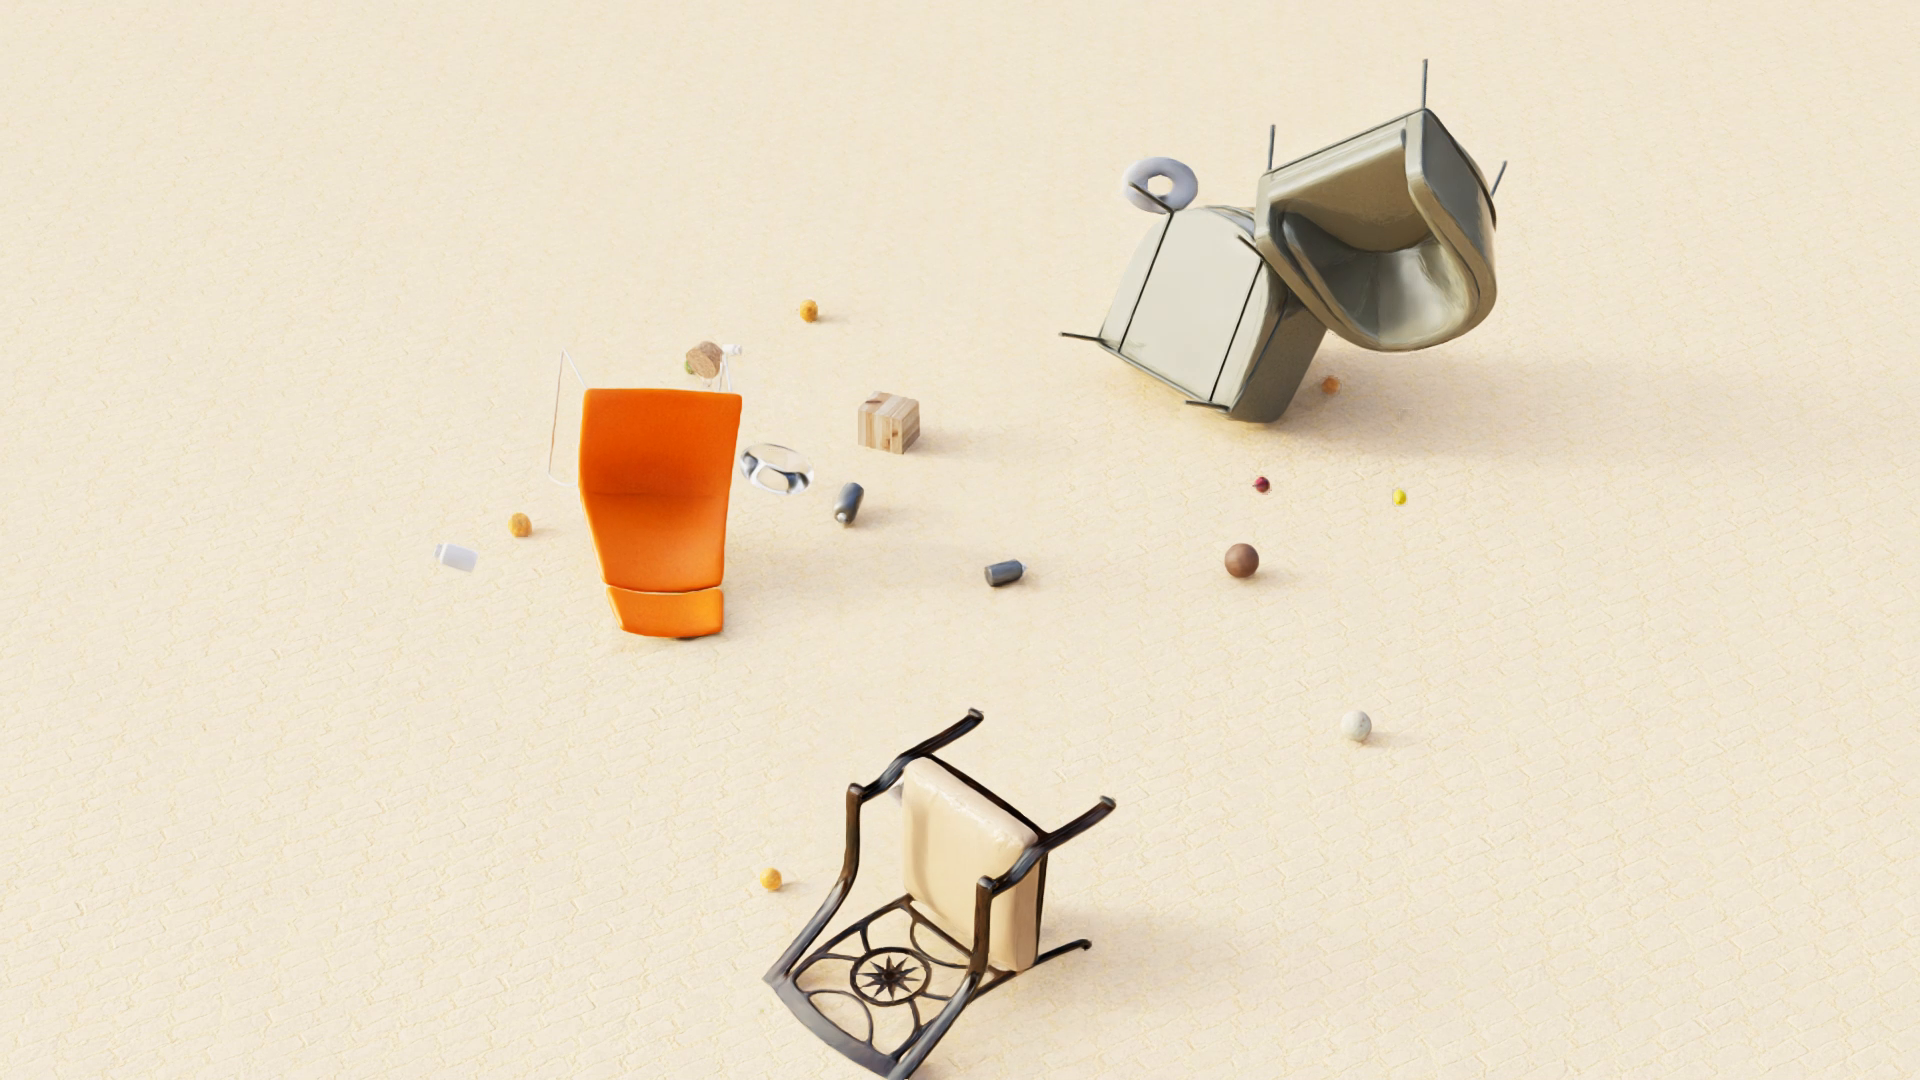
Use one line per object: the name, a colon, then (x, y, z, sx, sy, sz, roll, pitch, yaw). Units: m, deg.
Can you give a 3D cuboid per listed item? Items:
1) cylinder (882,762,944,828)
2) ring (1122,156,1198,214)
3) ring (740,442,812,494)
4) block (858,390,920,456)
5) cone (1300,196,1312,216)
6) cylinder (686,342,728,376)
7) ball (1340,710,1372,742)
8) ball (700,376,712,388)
cylinder: (-0.153, 0.827, 9.484, 0.123, 0.192, 0.091, -39, 29, -4)
ring: (0.820, -1.454, 12.021, 0.322, 0.234, 0.072, 4, 6, -4)
ring: (-0.700, -0.272, 11.178, 0.297, 0.096, 0.253, 10, 36, -23)
block: (-0.280, -0.460, 11.496, 0.190, 0.161, 0.165, 14, 36, 20)
cone: (1.408, -1.362, 11.885, 0.053, 0.054, 0.085, 12, 71, 5)
cylinder: (-0.977, -0.698, 11.337, 0.142, 0.081, 0.163, 38, 15, 0)
ball: (1.338, 0.627, 9.897, 0.106, 0.106, 0.106, 0, 33, 0)
ball: (-1.026, -0.642, 11.873, 0.050, 0.050, 0.050, 0, 33, 0)
